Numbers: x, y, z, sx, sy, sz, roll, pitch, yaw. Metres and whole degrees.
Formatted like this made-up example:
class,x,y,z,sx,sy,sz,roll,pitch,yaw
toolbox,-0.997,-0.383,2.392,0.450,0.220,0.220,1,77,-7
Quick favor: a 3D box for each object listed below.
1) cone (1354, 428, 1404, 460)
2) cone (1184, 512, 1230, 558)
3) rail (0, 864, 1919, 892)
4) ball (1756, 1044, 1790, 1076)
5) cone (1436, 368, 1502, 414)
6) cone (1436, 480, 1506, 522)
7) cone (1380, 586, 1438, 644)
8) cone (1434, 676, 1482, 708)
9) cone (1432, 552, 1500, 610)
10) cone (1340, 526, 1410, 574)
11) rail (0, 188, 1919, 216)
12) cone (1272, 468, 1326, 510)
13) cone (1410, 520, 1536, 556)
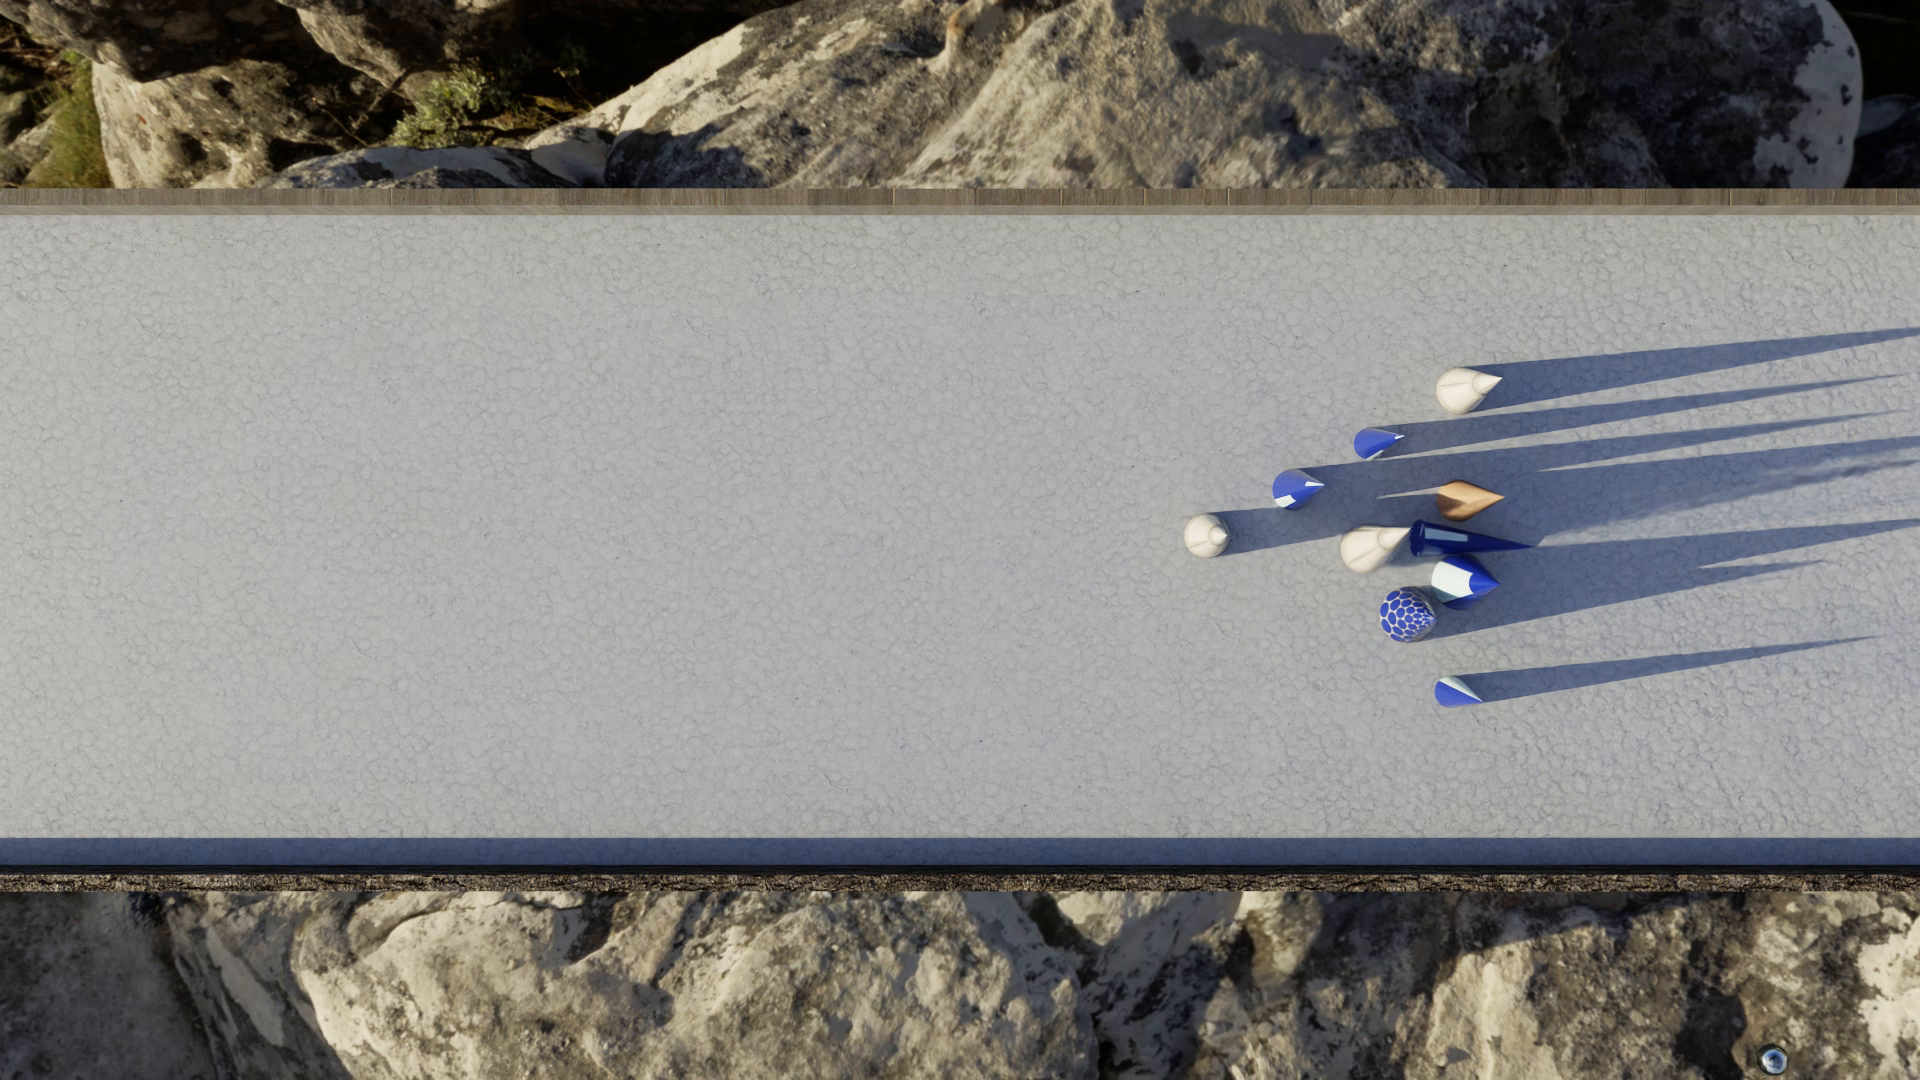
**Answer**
class,x,y,z,sx,sy,sz,roll,pitch,yaw
cone,1.263,-0.296,4.879,0.102,0.396,0.102,0,90,0
cone,0.760,-0.013,4.889,0.141,0.376,0.141,0,90,0
rail,-2.247,1.025,5.001,12.000,0.150,0.050,0,90,0
ball,4.558,2.918,9.256,0.172,0.172,0.172,0,90,0
cone,1.539,-0.459,4.878,0.146,0.397,0.146,0,90,0
cone,1.534,-0.121,4.856,0.132,0.441,0.132,0,90,0
cone,1.380,0.231,4.923,0.177,0.307,0.177,0,90,0
cone,1.510,0.468,4.915,0.101,0.323,0.101,0,90,0
cone,1.541,0.127,4.890,0.179,0.373,0.179,0,90,0
cone,1.252,-0.001,4.840,0.151,0.455,0.151,0,82,-2
rail,-2.247,-1.025,5.002,12.000,0.150,0.050,0,90,0
cone,1.026,-0.155,4.855,0.129,0.444,0.129,0,90,0
cone,1.584,0.007,5.049,0.388,0.109,0.109,4,90,-8
